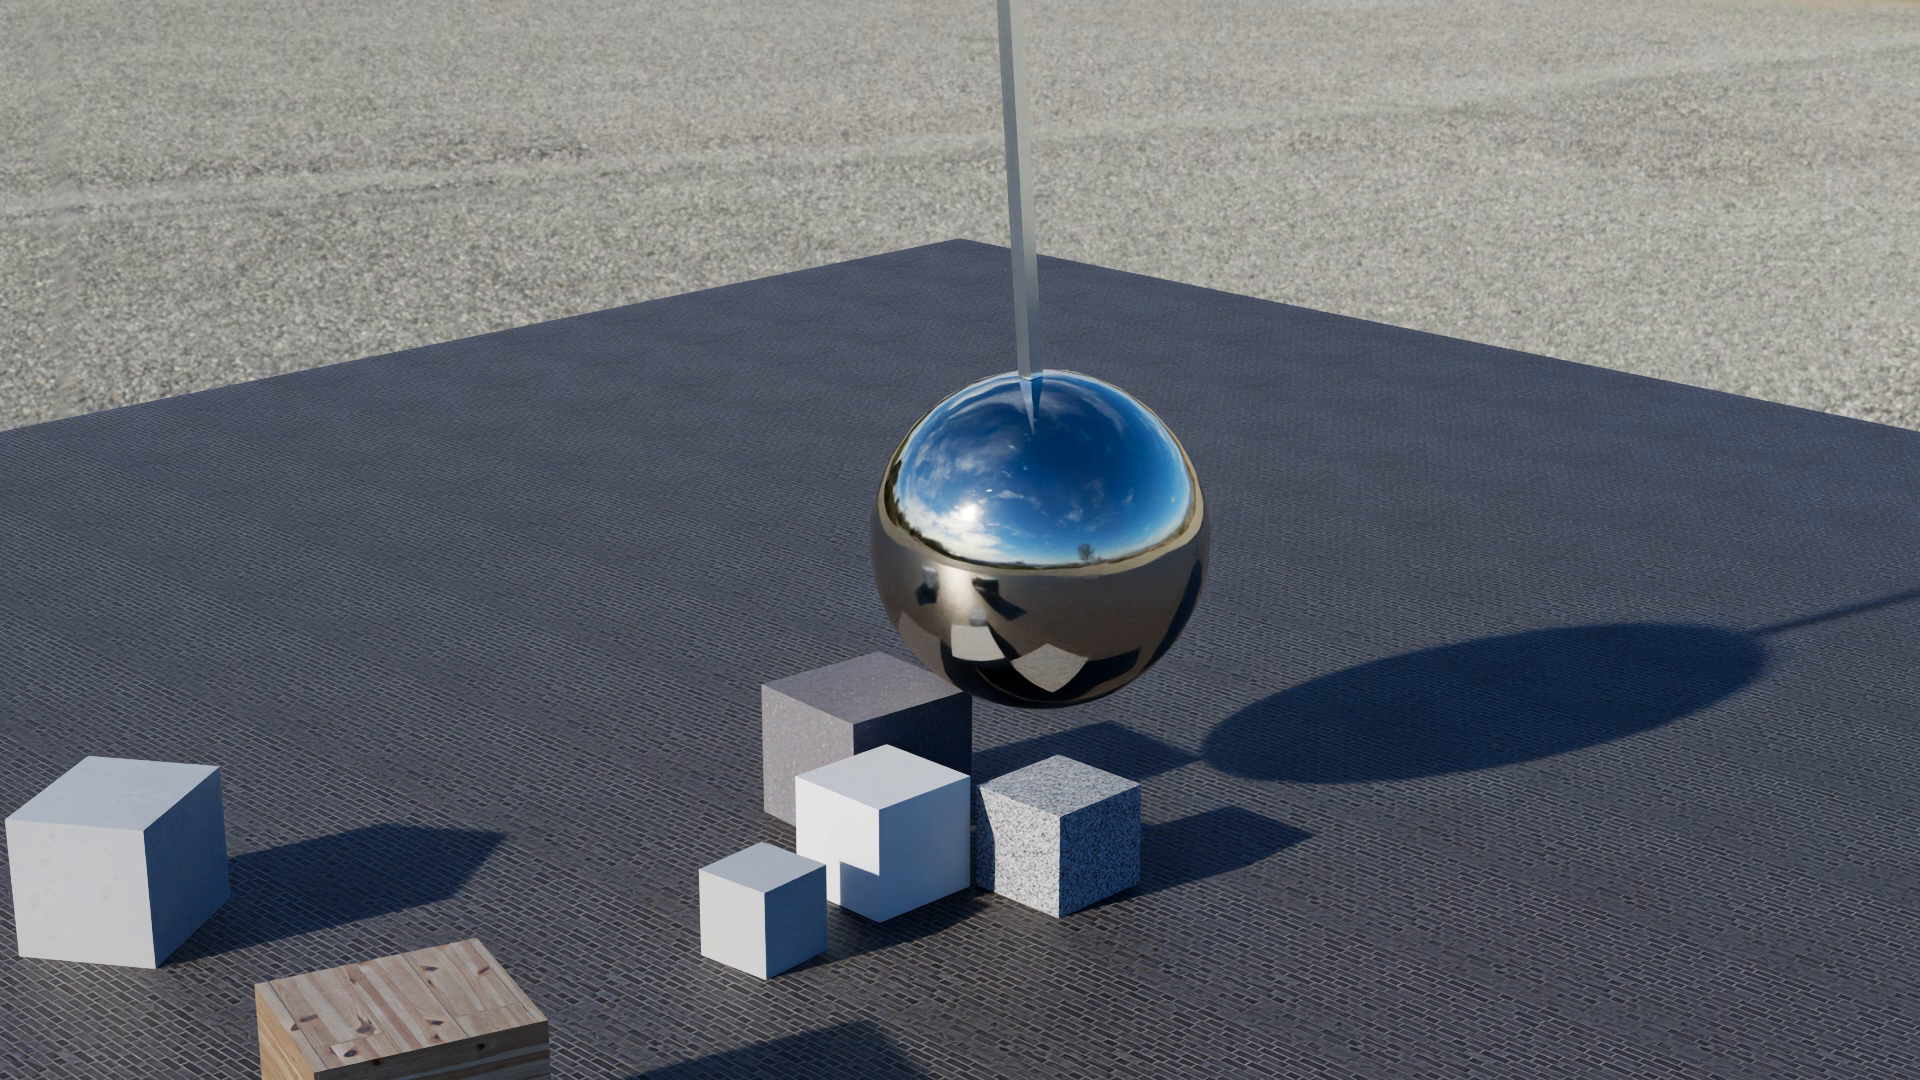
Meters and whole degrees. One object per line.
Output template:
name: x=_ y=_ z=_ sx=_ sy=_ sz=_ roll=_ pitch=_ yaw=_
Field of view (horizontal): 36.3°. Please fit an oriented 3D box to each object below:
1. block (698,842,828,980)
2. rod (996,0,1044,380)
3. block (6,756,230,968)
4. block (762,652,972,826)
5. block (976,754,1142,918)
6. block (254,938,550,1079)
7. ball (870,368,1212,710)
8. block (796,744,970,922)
block: x=-0.844 y=1.591 z=12.613 sx=0.384 sy=0.401 sz=0.387 roll=14 pitch=22 yaw=38
rod: x=0.162 y=-3.172 z=12.515 sx=0.080 sy=5.200 sz=0.080 roll=17 pitch=29 yaw=42
block: x=-3.671 y=1.400 z=12.828 sx=0.633 sy=0.637 sz=0.743 roll=3 pitch=18 yaw=11
block: x=-0.445 y=1.009 z=14.043 sx=0.720 sy=0.654 sz=0.702 roll=-14 pitch=22 yaw=-38
block: x=0.446 y=1.335 z=13.286 sx=0.537 sy=0.486 sz=0.515 roll=-17 pitch=24 yaw=-42
block: x=-2.001 y=2.025 z=10.582 sx=0.840 sy=0.790 sz=0.764 roll=-9 pitch=20 yaw=-26
ball: x=0.374 y=-0.005 z=13.733 sx=1.600 sy=1.600 sz=1.600 roll=0 pitch=17 yaw=0
block: x=-0.347 y=1.318 z=13.252 sx=0.562 sy=0.539 sz=0.549 roll=-16 pitch=24 yaw=-42
